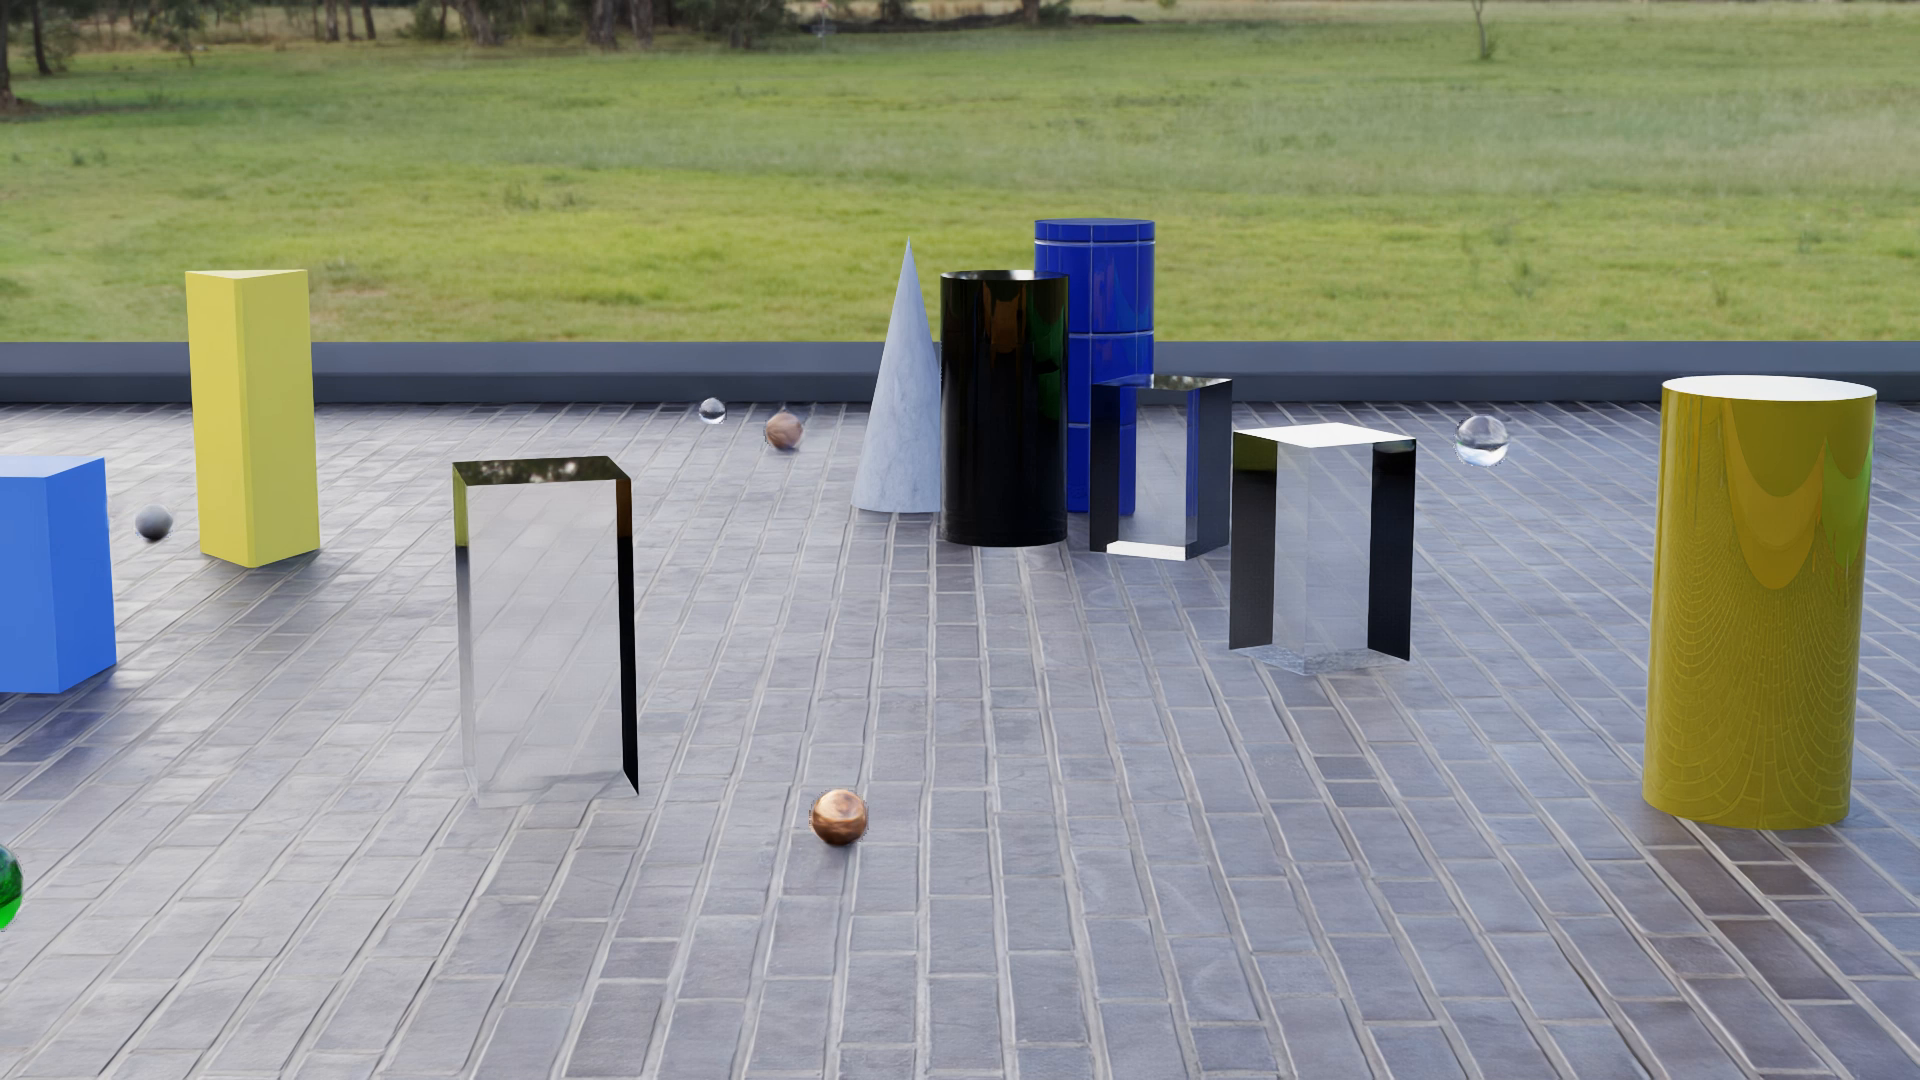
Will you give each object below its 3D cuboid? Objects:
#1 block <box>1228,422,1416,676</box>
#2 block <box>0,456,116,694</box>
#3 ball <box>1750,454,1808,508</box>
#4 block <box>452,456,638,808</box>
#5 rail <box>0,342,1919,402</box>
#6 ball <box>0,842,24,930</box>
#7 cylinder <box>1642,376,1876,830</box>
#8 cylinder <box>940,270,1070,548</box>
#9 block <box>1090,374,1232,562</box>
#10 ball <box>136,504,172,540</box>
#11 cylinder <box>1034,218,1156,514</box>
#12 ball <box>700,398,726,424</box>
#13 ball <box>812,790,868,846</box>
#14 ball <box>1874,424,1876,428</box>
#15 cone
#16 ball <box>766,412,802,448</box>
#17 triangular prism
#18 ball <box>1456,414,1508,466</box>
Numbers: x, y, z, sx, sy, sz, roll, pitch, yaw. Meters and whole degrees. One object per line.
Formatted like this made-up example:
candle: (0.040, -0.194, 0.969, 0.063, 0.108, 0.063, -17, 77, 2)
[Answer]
block: (0.448, 0.007, 3.185, 0.160, 0.279, 0.160, -6, 12, -28)
block: (-1.130, 0.038, 3.080, 0.160, 0.257, 0.160, 1, 11, 6)
ball: (1.362, -0.098, 4.269, 0.093, 0.093, 0.093, 0, 10, 0)
block: (-0.424, 0.089, 2.617, 0.160, 0.325, 0.160, -3, 11, -16)
rail: (-0.013, -0.366, 5.609, 4.430, 0.130, 0.045, 0, 10, 0)
ball: (-0.836, 0.293, 2.158, 0.091, 0.091, 0.091, 0, 10, 0)
cylinder: (0.788, 0.057, 2.539, 0.200, 0.417, 0.200, 0, 10, 0)
cylinder: (0.069, -0.208, 3.992, 0.200, 0.409, 0.200, 0, 10, 0)
block: (0.306, -0.114, 3.907, 0.160, 0.255, 0.160, 6, 12, 30)
ball: (-1.256, -0.029, 3.996, 0.056, 0.056, 0.056, 0, 10, 0)
cylinder: (0.223, -0.293, 4.278, 0.200, 0.473, 0.200, 0, 10, 0)
ball: (-0.509, -0.265, 5.276, 0.054, 0.054, 0.054, 0, 10, 0)
ball: (-0.114, 0.262, 2.426, 0.053, 0.053, 0.053, 0, 10, 0)
ball: (1.693, -0.218, 4.896, 0.100, 0.100, 0.100, 0, 10, 0)
cone: (-0.085, -0.284, 4.296, 0.200, 0.448, 0.200, 0, 10, 0)
ball: (-0.338, -0.211, 4.938, 0.071, 0.071, 0.071, 0, 10, 0)
triangular prism: (-1.040, -0.189, 3.846, 0.150, 0.424, 0.173, -9, 14, -39)
ball: (0.960, -0.182, 4.717, 0.095, 0.095, 0.095, 0, 10, 0)
